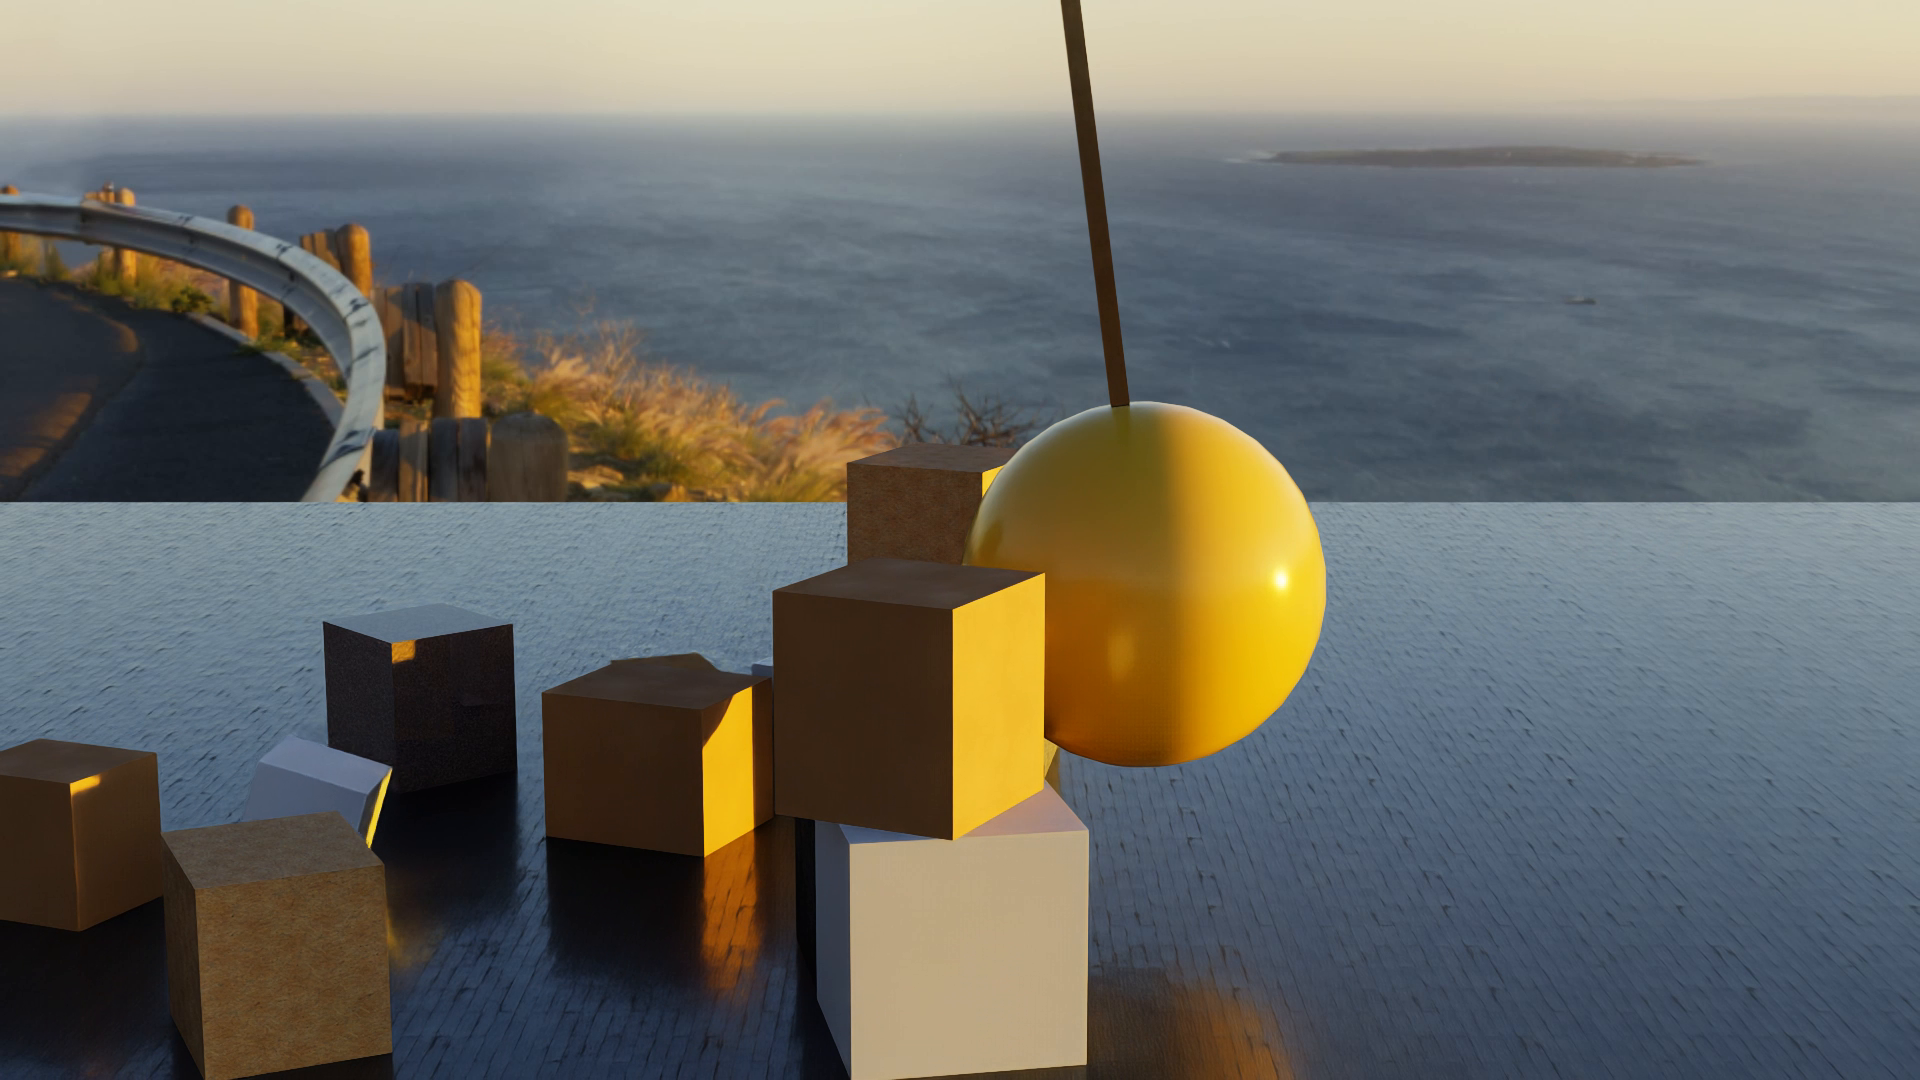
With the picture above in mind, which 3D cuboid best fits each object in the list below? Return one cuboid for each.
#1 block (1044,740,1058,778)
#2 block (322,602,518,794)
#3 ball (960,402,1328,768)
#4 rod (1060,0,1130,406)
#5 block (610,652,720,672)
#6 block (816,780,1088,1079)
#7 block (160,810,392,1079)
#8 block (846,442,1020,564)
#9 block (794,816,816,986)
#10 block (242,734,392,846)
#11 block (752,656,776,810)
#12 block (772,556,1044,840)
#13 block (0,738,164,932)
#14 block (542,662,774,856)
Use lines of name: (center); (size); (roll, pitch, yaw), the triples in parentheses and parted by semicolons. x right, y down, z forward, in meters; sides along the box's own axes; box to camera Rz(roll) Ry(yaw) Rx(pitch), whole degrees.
block: (0.045, 0.689, 13.247); (0.865, 0.904, 0.867); (1, 10, 8)
block: (-2.749, 0.793, 13.074); (0.689, 0.763, 0.694); (-9, 14, -41)
ball: (0.797, 0.194, 11.216); (1.600, 1.600, 1.600); (0, 10, 0)
rod: (0.345, -3.122, 10.613); (0.080, 5.200, 0.080); (-8, 10, 1)
block: (-1.484, 0.910, 12.984); (0.460, 0.555, 0.472); (-5, 11, -19)
block: (-0.048, 1.394, 9.458); (0.854, 0.873, 0.849); (-2, 11, -11)
block: (-2.526, 1.478, 9.452); (0.661, 0.711, 0.759); (-5, 11, -25)
block: (-0.056, -0.050, 12.734); (0.726, 0.734, 0.787); (5, 11, 25)
block: (-0.278, 1.322, 10.223); (0.674, 0.742, 0.692); (-2, 10, -11)
block: (-2.834, 1.205, 11.236); (0.486, 0.486, 0.450); (17, 10, -2)
block: (-0.526, 0.923, 12.497); (0.723, 0.713, 0.657); (6, 12, 28)
block: (-0.177, 0.554, 9.339); (0.721, 0.821, 0.738); (5, 12, 27)
block: (-3.841, 1.246, 10.938); (0.635, 0.634, 0.530); (4, 11, 22)
block: (-1.413, 1.015, 12.061); (0.839, 0.688, 0.688); (4, 11, 23)
